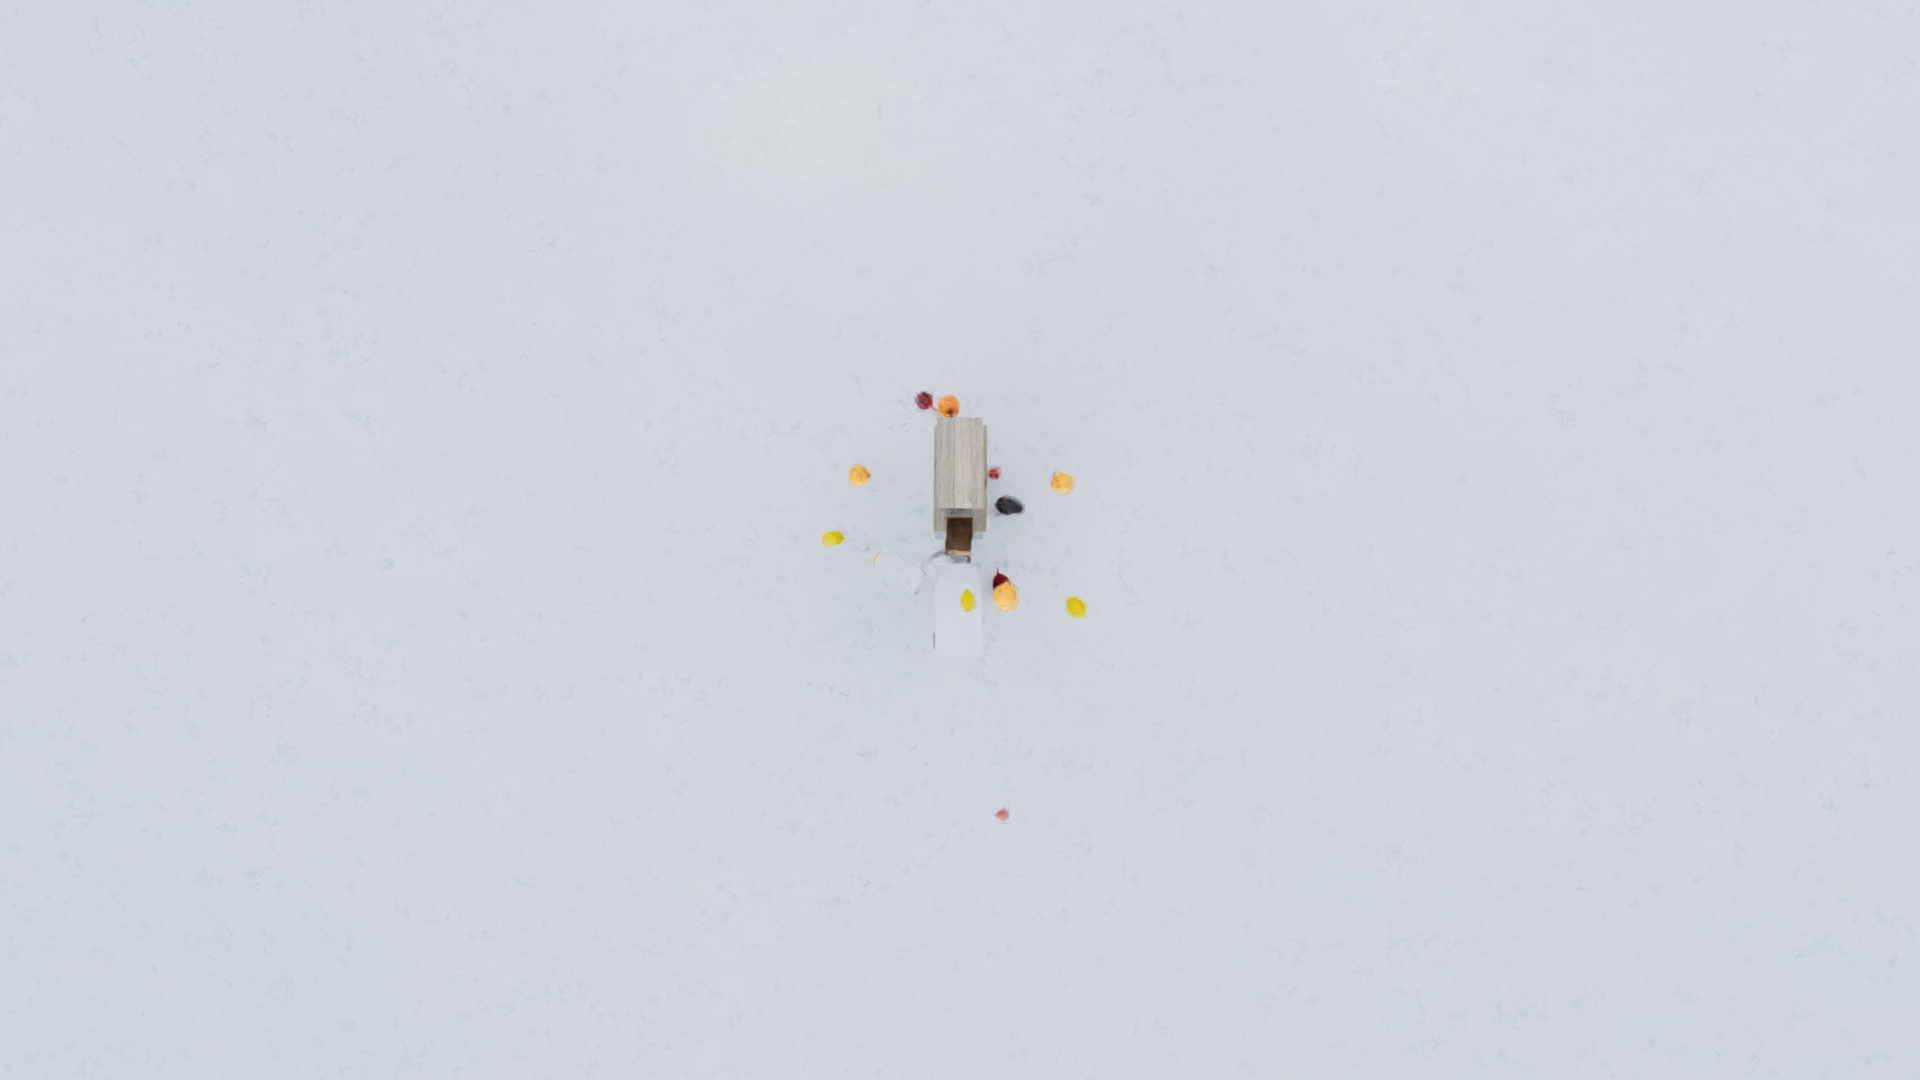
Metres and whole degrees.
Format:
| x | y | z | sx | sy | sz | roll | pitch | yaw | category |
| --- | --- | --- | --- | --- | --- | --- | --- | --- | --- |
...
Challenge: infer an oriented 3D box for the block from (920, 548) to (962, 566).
| x | y | z | sx | sy | sz | roll | pitch | yaw | category |
| --- | --- | --- | --- | --- | --- | --- | --- | --- | --- |
| -0.039 | 0.047 | 4.829 | 0.074 | 0.369 | 0.021 | -6 | 94 | 11 | block |

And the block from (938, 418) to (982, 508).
| x | y | z | sx | sy | sz | roll | pitch | yaw | category |
| --- | --- | --- | --- | --- | --- | --- | --- | --- | --- |
| 0.000 | -0.212 | 4.529 | 0.124 | 0.035 | 0.248 | 0 | 90 | 0 | block |

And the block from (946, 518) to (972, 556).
| x | y | z | sx | sy | sz | roll | pitch | yaw | category |
| --- | --- | --- | --- | --- | --- | --- | --- | --- | --- |
| -0.003 | -0.010 | 4.732 | 0.074 | 0.148 | 0.021 | 2 | 130 | 0 | block |

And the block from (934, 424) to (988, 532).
| x | y | z | sx | sy | sz | roll | pitch | yaw | category |
| --- | --- | --- | --- | --- | --- | --- | --- | --- | --- |
| 0.001 | -0.180 | 4.817 | 0.154 | 0.044 | 0.309 | 0 | 90 | 0 | block |

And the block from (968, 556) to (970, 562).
| x | y | z | sx | sy | sz | roll | pitch | yaw | category |
| --- | --- | --- | --- | --- | --- | --- | --- | --- | --- |
| -0.006 | 0.079 | 5.331 | 0.079 | 0.022 | 0.158 | -1 | 90 | 0 | block |

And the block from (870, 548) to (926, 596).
| x | y | z | sx | sy | sz | roll | pitch | yaw | category |
| --- | --- | --- | --- | --- | --- | --- | --- | --- | --- |
| -0.175 | 0.088 | 4.661 | 0.148 | 0.021 | 0.074 | 32 | 89 | 23 | block |

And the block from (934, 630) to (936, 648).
| x | y | z | sx | sy | sz | roll | pitch | yaw | category |
| --- | --- | --- | --- | --- | --- | --- | --- | --- | --- |
| -0.008 | 0.289 | 4.916 | 0.134 | 0.268 | 0.038 | 0 | 91 | 1 | block |

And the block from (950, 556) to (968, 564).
| x | y | z | sx | sy | sz | roll | pitch | yaw | category |
| --- | --- | --- | --- | --- | --- | --- | --- | --- | --- |
| -0.005 | 0.033 | 5.024 | 0.058 | 0.016 | 0.115 | 1 | 90 | 0 | block |

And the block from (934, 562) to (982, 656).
| x | y | z | sx | sy | sz | roll | pitch | yaw | category |
| --- | --- | --- | --- | --- | --- | --- | --- | --- | --- |
| -0.004 | 0.201 | 4.763 | 0.134 | 0.038 | 0.268 | 0 | 90 | 1 | block |

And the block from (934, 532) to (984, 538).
| x | y | z | sx | sy | sz | roll | pitch | yaw | category |
| --- | --- | --- | --- | --- | --- | --- | --- | --- | --- |
| -0.003 | -0.158 | 5.169 | 0.154 | 0.044 | 0.309 | 0 | 90 | 0 | block |
